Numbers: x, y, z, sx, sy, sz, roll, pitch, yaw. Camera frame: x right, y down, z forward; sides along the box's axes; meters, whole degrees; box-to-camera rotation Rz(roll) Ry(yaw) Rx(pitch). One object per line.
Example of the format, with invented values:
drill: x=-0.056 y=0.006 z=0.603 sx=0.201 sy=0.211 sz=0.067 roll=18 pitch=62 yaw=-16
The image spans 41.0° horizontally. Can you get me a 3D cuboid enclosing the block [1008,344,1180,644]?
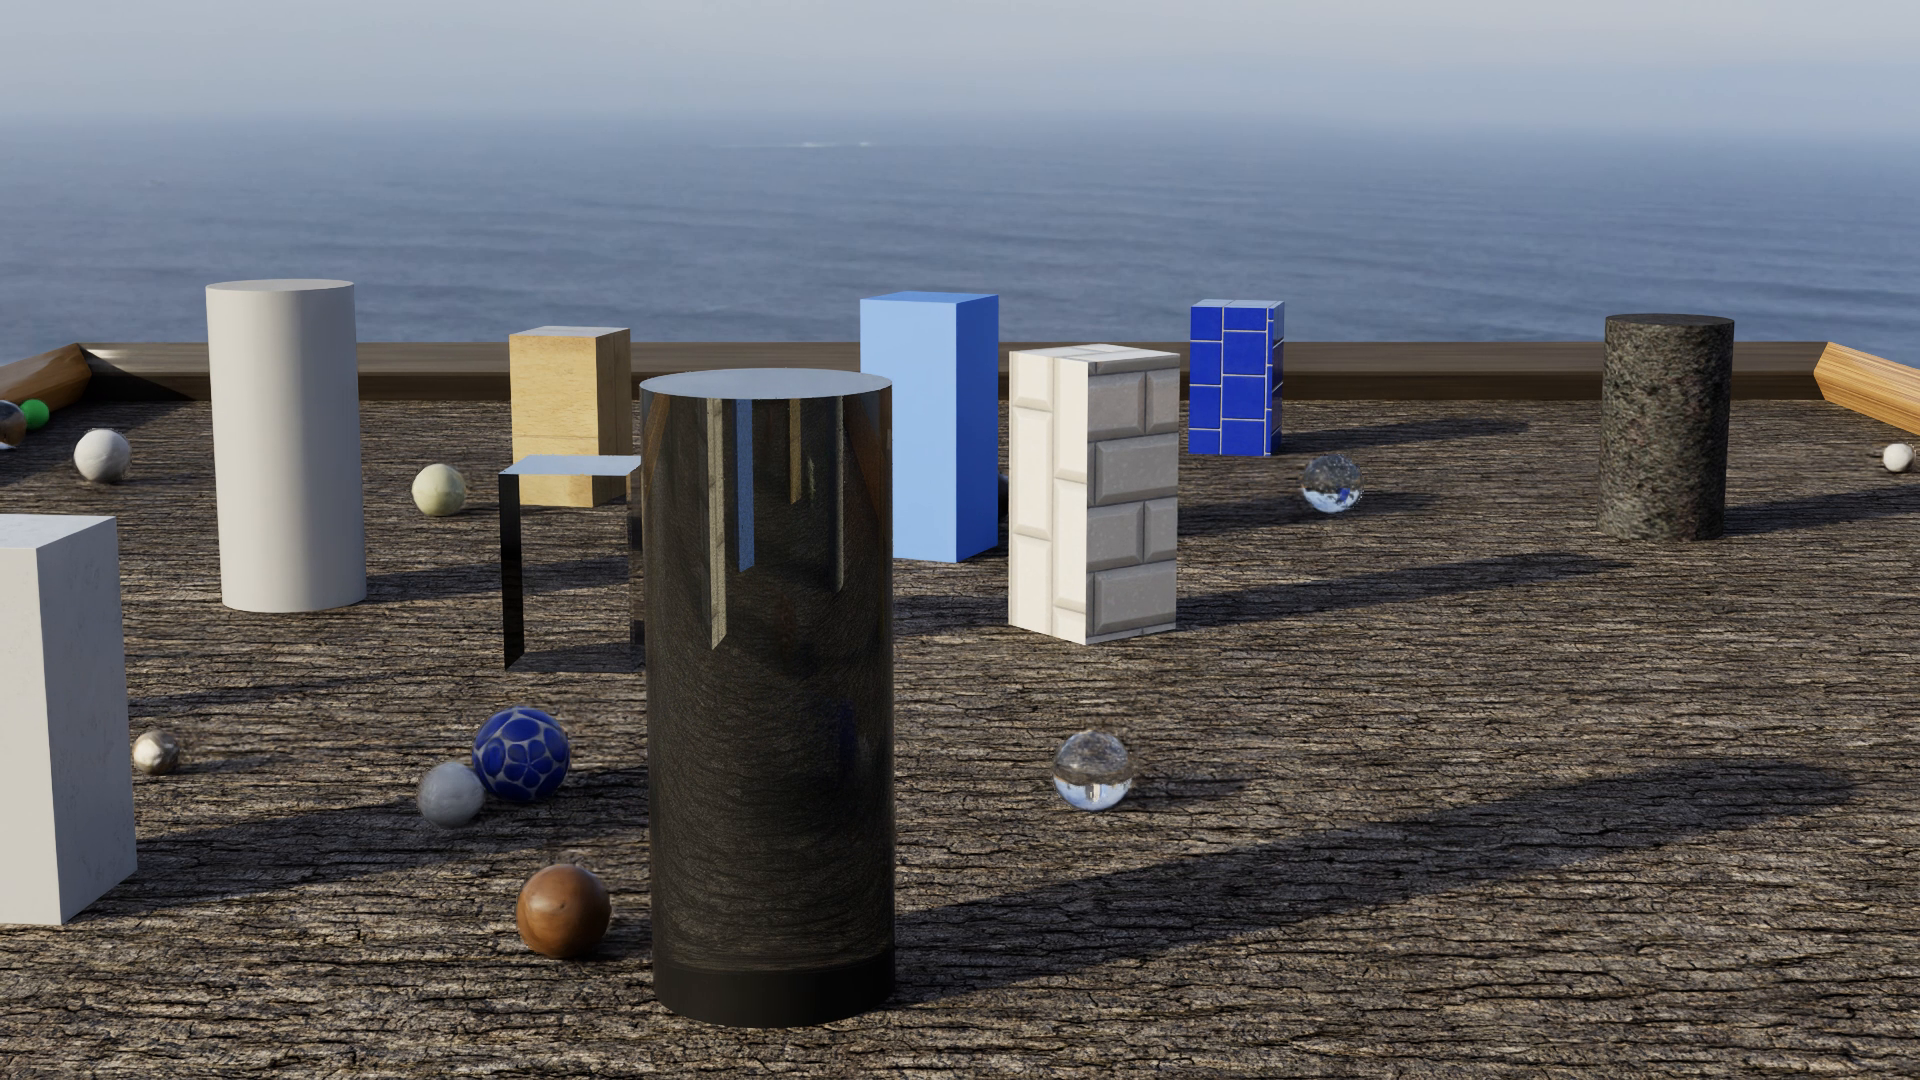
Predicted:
block: x=0.173 y=-0.064 z=3.331 sx=0.155 sy=0.360 sz=0.155 roll=-8 pitch=13 yaw=-37

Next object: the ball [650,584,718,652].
ball: x=-0.346 y=0.098 z=3.212 sx=0.086 sy=0.086 sz=0.086 roll=0 pitch=11 yaw=0

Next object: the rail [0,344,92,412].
rail: x=-1.892 y=0.034 z=3.438 sx=0.045 sy=0.126 sz=4.408 roll=0 pitch=11 yaw=0

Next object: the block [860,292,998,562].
block: x=-0.045 y=-0.174 z=3.859 sx=0.155 sy=0.384 sz=0.155 roll=5 pitch=12 yaw=24

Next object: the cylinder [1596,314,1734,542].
cylinder: x=1.104 y=-0.179 z=4.022 sx=0.194 sy=0.334 sz=0.194 roll=0 pitch=11 yaw=0

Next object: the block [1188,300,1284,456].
block: x=0.527 y=-0.311 z=4.887 sx=0.155 sy=0.278 sz=0.155 roll=3 pitch=11 yaw=14

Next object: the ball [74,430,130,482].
ball: x=-1.507 y=-0.147 z=4.510 sx=0.094 sy=0.094 sz=0.094 roll=0 pitch=11 yaw=0

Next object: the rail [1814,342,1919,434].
rail: x=1.892 y=0.030 z=3.460 sx=0.045 sy=0.126 sz=4.408 roll=0 pitch=11 yaw=0

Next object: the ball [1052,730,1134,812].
ball: x=0.131 y=0.228 z=2.530 sx=0.080 sy=0.080 sz=0.080 roll=0 pitch=11 yaw=0

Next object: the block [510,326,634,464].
block: x=-0.663 y=-0.218 z=4.388 sx=0.155 sy=0.278 sz=0.155 roll=3 pitch=11 yaw=14

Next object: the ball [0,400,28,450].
ball: x=-1.833 y=-0.220 z=4.901 sx=0.095 sy=0.095 sz=0.095 roll=0 pitch=11 yaw=0

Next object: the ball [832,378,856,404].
ball: x=-0.251 y=-0.323 z=5.567 sx=0.054 sy=0.054 sz=0.054 roll=0 pitch=11 yaw=0

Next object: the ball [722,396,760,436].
ball: x=-0.435 y=-0.248 z=5.093 sx=0.078 sy=0.078 sz=0.078 roll=0 pitch=11 yaw=0

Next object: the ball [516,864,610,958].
ball: x=-0.327 y=0.306 z=2.116 sx=0.077 sy=0.077 sz=0.077 roll=0 pitch=11 yaw=0

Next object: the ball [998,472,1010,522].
ball: x=0.042 y=-0.069 z=4.106 sx=0.088 sy=0.088 sz=0.088 roll=0 pitch=11 yaw=0

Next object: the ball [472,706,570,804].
ball: x=-0.437 y=0.214 z=2.557 sx=0.097 sy=0.097 sz=0.097 roll=0 pitch=11 yaw=0

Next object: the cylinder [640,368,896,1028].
cylinder: x=-0.149 y=0.118 z=2.013 sx=0.194 sy=0.485 sz=0.194 roll=0 pitch=11 yaw=0

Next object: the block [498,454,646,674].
block: x=-0.470 y=0.027 z=3.164 sx=0.155 sy=0.243 sz=0.155 roll=1 pitch=11 yaw=4

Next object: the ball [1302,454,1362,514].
ball: x=0.609 y=-0.092 z=4.205 sx=0.096 sy=0.096 sz=0.096 roll=0 pitch=11 yaw=0

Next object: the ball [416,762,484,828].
ball: x=-0.492 y=0.246 z=2.477 sx=0.063 sy=0.063 sz=0.063 roll=0 pitch=11 yaw=0

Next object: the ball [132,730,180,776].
ball: x=-0.834 y=0.220 z=2.660 sx=0.046 sy=0.046 sz=0.046 roll=0 pitch=11 yaw=0

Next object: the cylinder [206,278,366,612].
cylinder: x=-0.918 y=-0.132 z=3.505 sx=0.194 sy=0.432 sz=0.194 roll=0 pitch=11 yaw=0

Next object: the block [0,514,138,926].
block: x=-0.838 y=0.153 z=2.251 sx=0.155 sy=0.329 sz=0.155 roll=1 pitch=11 yaw=6

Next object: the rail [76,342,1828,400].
rail: x=-0.013 y=-0.366 z=5.593 sx=3.832 sy=0.126 sz=0.045 roll=0 pitch=11 yaw=0

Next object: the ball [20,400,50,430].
ball: x=-1.862 y=-0.251 z=5.155 sx=0.062 sy=0.062 sz=0.062 roll=0 pitch=11 yaw=0

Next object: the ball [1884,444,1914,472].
ball: x=1.693 y=-0.148 z=4.626 sx=0.053 sy=0.053 sz=0.053 roll=0 pitch=11 yaw=0

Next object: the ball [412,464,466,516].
ball: x=-0.848 y=-0.081 z=4.176 sx=0.086 sy=0.086 sz=0.086 roll=0 pitch=11 yaw=0
